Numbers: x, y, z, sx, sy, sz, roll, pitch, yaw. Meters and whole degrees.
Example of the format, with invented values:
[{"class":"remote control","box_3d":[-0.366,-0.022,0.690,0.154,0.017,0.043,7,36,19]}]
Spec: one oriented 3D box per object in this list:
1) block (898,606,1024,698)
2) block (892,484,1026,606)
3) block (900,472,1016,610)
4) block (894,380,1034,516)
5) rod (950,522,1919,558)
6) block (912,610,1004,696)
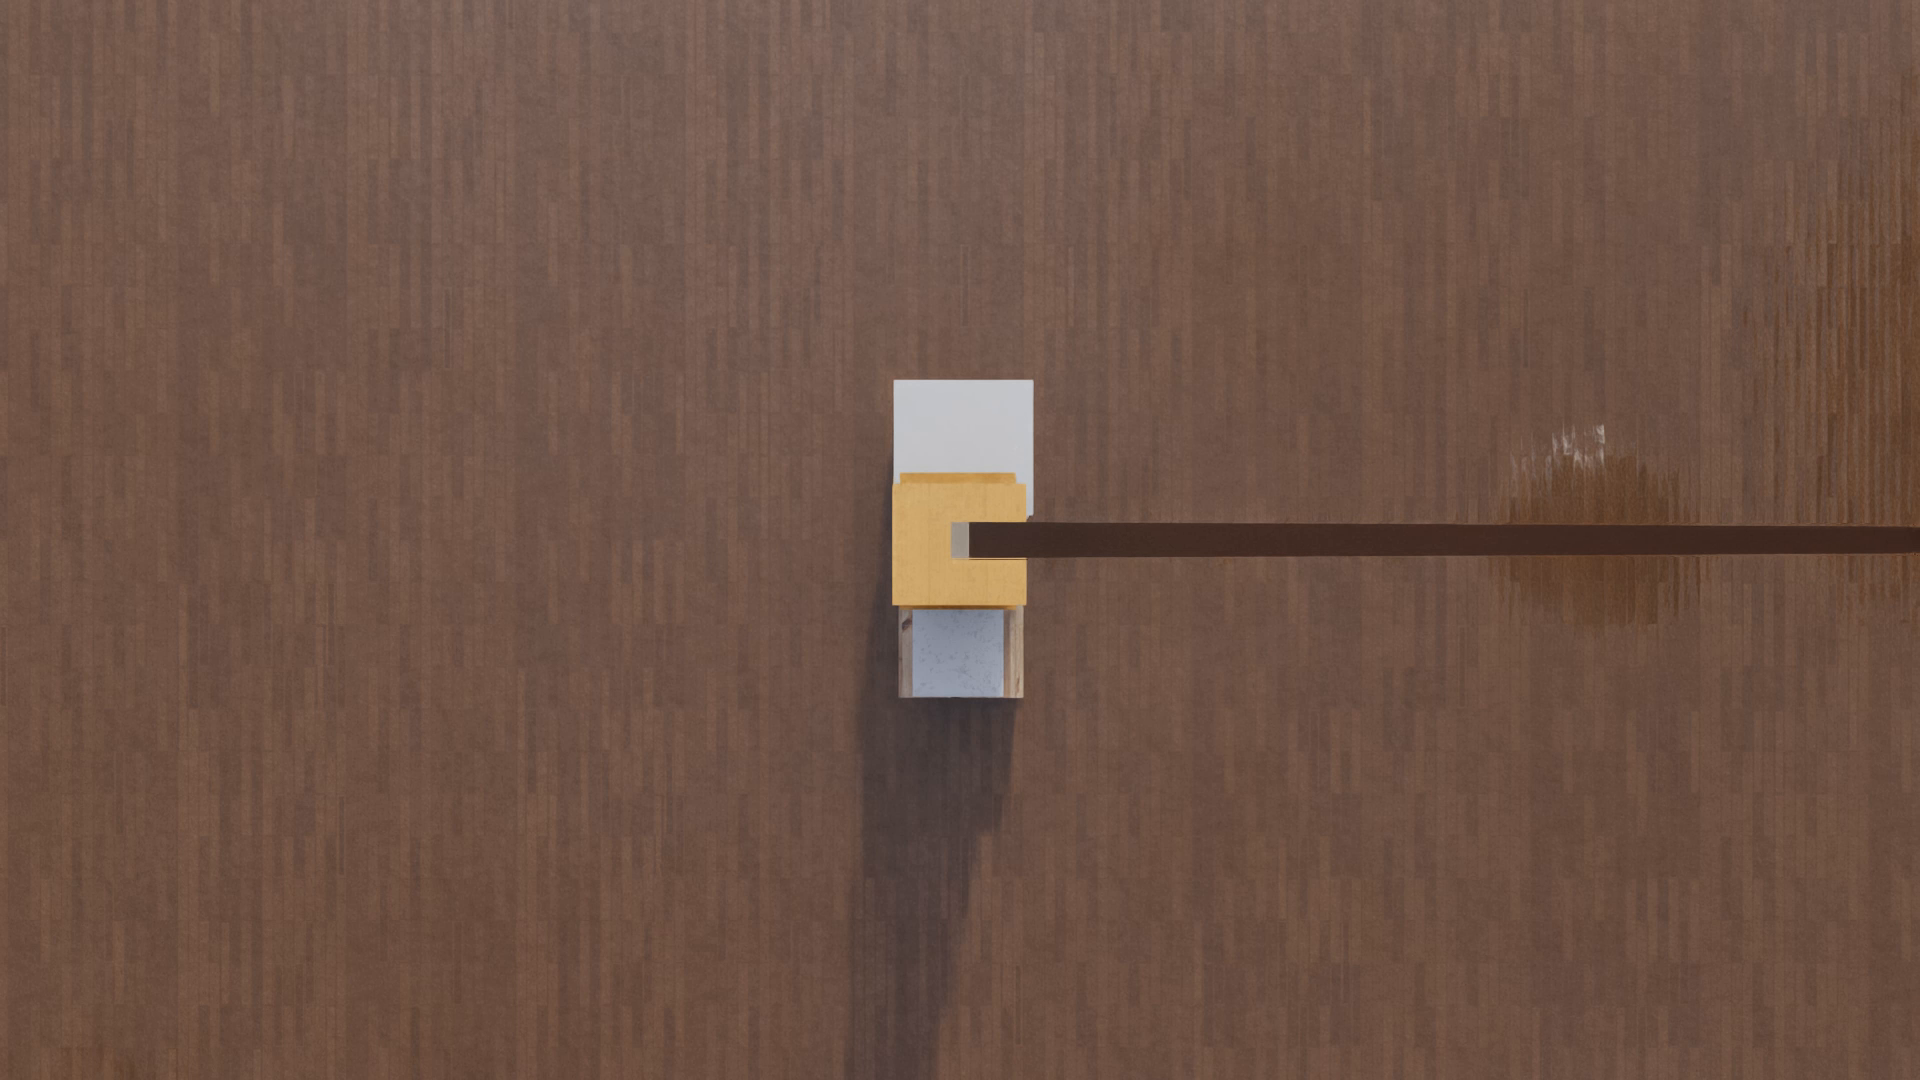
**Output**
[{"class":"block","box_3d":[0.006,0.554,12.655,0.697,0.690,0.657,0,90,0]},{"class":"block","box_3d":[-0.002,0.017,9.755,0.581,0.463,0.525,0,91,0]},{"class":"block","box_3d":[-0.011,0.003,11.204,0.579,0.540,0.681,0,91,0]},{"class":"block","box_3d":[0.018,-0.482,11.870,0.728,0.794,0.706,0,90,0]},{"class":"rod","box_3d":[2.234,0.000,6.244,5.200,0.080,0.080,0,90,-31]},{"class":"block","box_3d":[-0.010,0.597,12.014,0.484,0.592,0.476,0,90,0]}]
